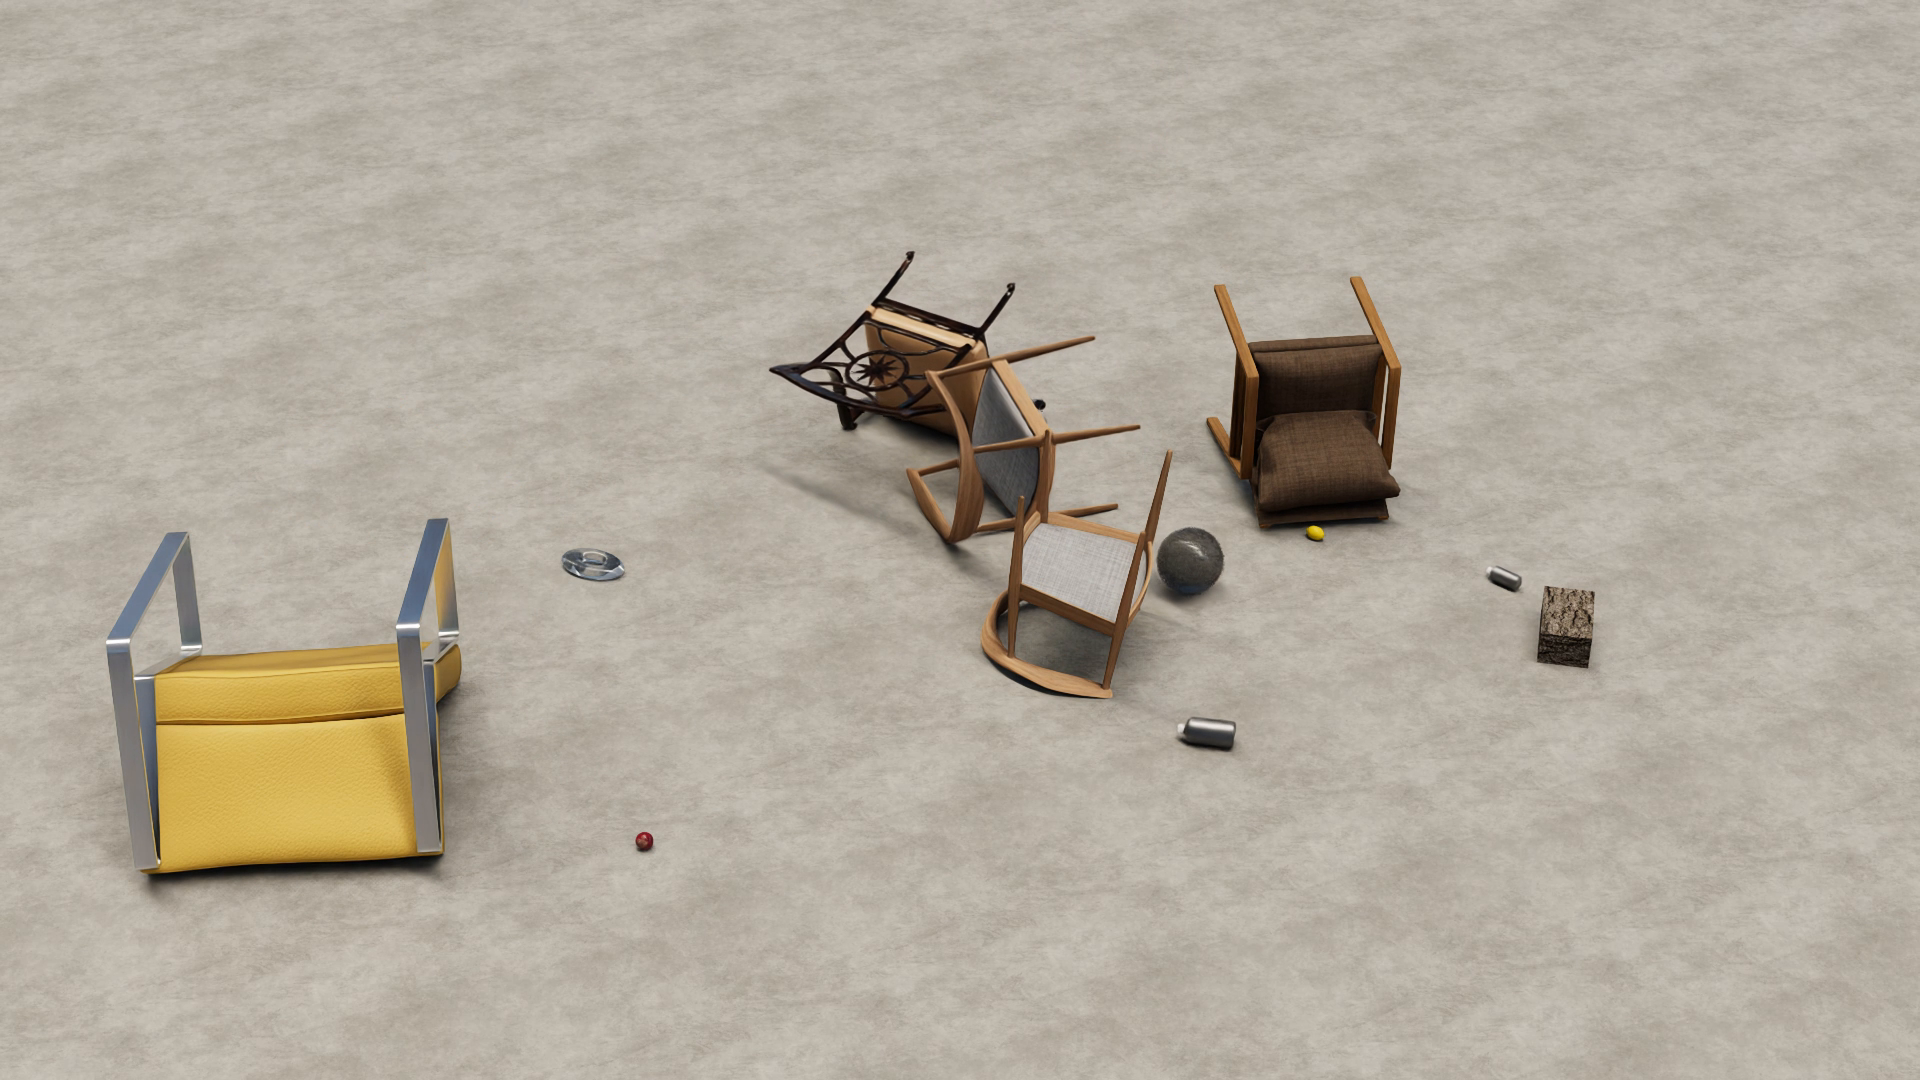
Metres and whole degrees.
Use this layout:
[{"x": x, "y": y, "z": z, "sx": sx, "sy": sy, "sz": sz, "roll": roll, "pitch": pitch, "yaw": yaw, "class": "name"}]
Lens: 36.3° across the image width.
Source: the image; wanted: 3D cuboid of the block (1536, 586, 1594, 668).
[{"x": 2.142, "y": 0.307, "z": 10.364, "sx": 0.177, "sy": 0.127, "sz": 0.298, "roll": 7, "pitch": 34, "yaw": 10, "class": "block"}]

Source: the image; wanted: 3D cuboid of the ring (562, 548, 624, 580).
[{"x": -1.349, "y": 0.087, "z": 10.769, "sx": 0.257, "sy": 0.048, "sz": 0.152, "roll": 14, "pitch": 37, "yaw": 21, "class": "ring"}]

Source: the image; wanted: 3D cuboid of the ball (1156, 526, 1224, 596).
[{"x": 0.833, "y": 0.076, "z": 10.605, "sx": 0.246, "sy": 0.246, "sz": 0.246, "roll": 0, "pitch": 33, "yaw": 0, "class": "ball"}]
